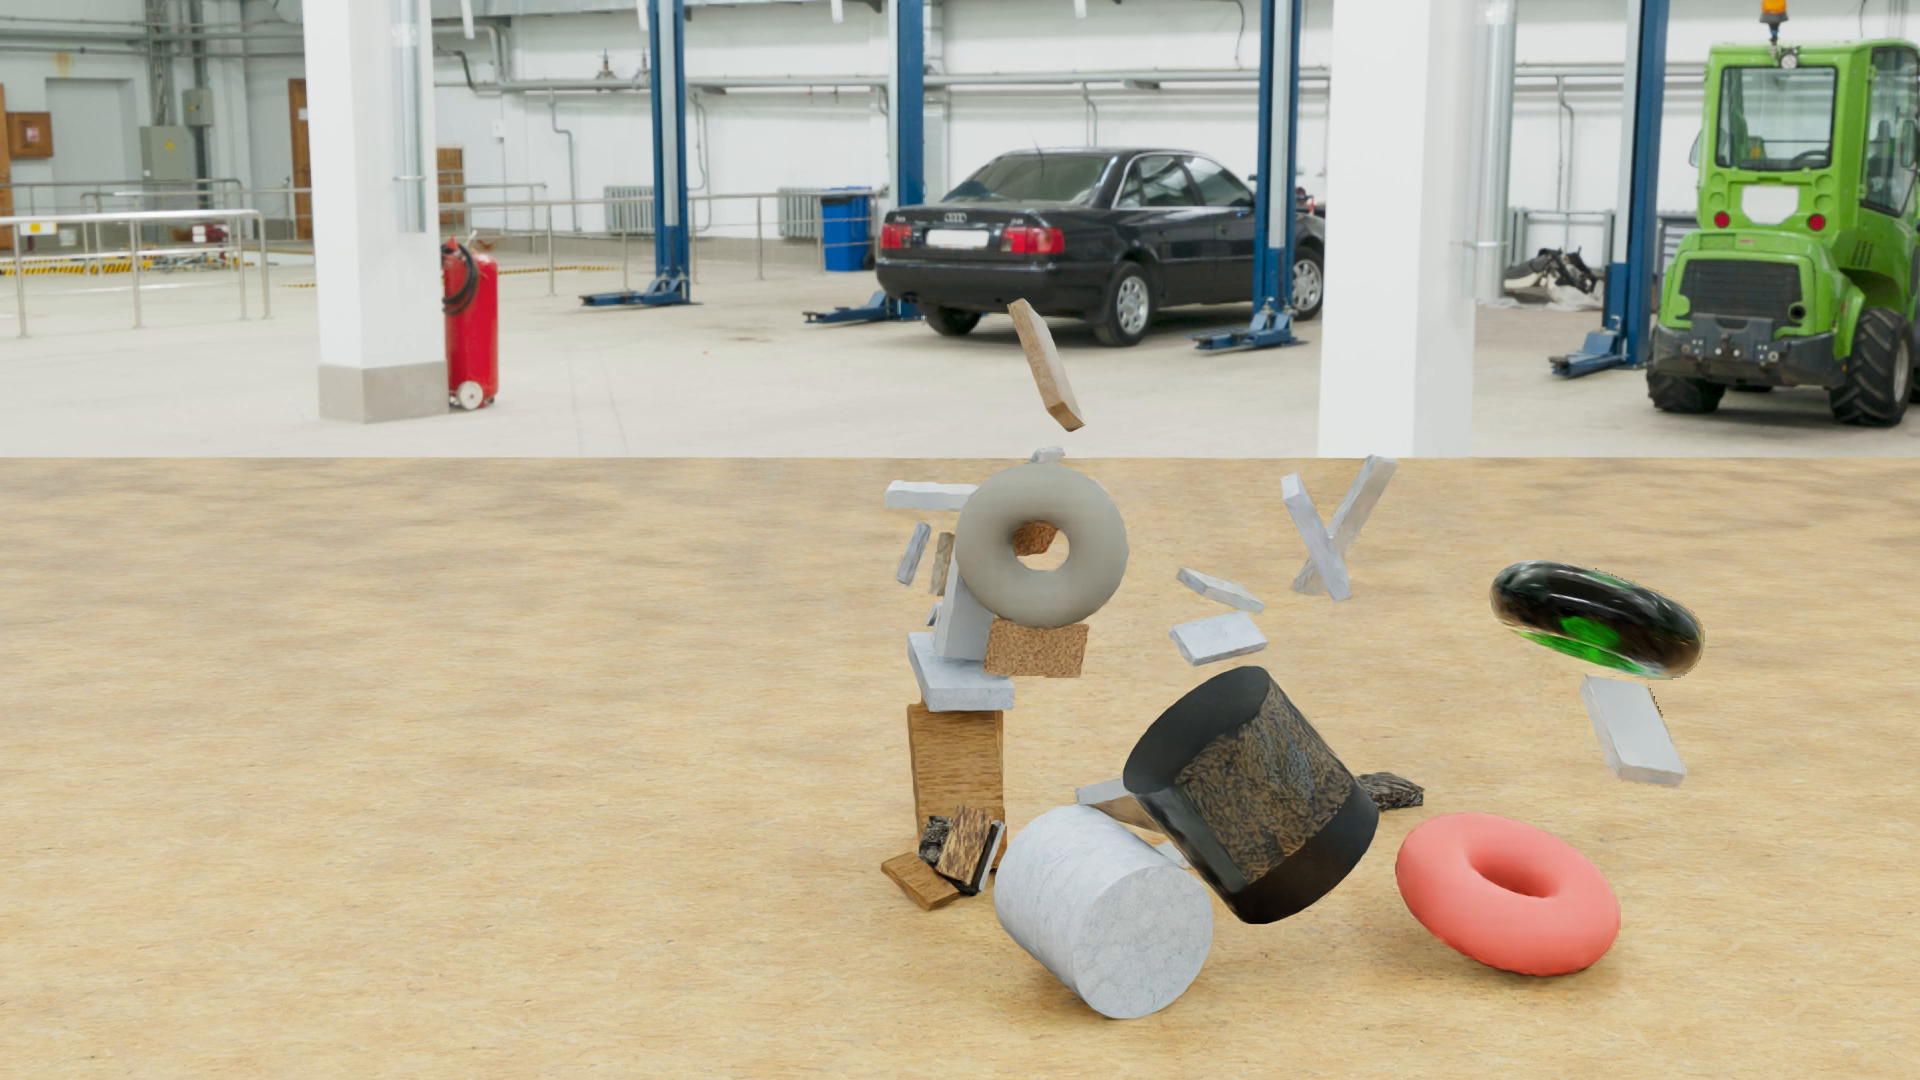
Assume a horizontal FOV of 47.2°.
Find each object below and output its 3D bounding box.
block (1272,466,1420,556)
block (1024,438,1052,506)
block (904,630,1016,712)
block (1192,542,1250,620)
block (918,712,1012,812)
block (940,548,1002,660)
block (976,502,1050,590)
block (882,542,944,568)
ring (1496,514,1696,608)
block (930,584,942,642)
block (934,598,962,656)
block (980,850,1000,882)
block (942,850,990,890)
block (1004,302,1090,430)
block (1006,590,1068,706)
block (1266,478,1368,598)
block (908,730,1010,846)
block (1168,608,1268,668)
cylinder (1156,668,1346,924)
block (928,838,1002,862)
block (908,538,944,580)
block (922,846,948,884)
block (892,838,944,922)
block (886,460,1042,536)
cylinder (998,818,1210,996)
[{"bbox_3d":[0.725,-0.025,4.146,0.296,0.079,0.022,-38,-6,31],"label":"block"},{"bbox_3d":[0.139,-0.120,3.922,0.016,0.114,0.057,-20,43,-3],"label":"block"},{"bbox_3d":[-0.002,0.230,3.904,0.147,0.042,0.293,4,15,-11],"label":"block"},{"bbox_3d":[0.463,0.090,3.903,0.079,0.158,0.022,28,-31,-19],"label":"block"},{"bbox_3d":[0.005,0.398,3.929,0.147,0.042,0.293,-1,24,-4],"label":"block"},{"bbox_3d":[0.018,0.111,3.859,0.098,0.195,0.028,10,-34,-19],"label":"block"},{"bbox_3d":[0.088,-0.013,3.910,0.028,0.195,0.098,-25,-6,36],"label":"block"},{"bbox_3d":[-0.084,0.025,4.021,0.057,0.016,0.114,5,17,36],"label":"block"},{"bbox_3d":[1.130,0.141,3.915,0.377,0.377,0.126,5,3,26],"label":"ring"},{"bbox_3d":[-0.027,0.131,3.945,0.052,0.103,0.015,4,-7,-20],"label":"block"},{"bbox_3d":[-0.018,0.154,3.916,0.052,0.104,0.015,10,-32,-12],"label":"block"},{"bbox_3d":[0.028,0.529,3.708,0.061,0.017,0.122,1,35,-10],"label":"block"},{"bbox_3d":[0.015,0.533,3.689,0.061,0.017,0.122,12,35,7],"label":"block"},{"bbox_3d":[0.147,-0.299,3.759,0.109,0.218,0.031,-9,33,-41],"label":"block"},{"bbox_3d":[0.135,0.189,3.848,0.098,0.195,0.028,16,-36,-17],"label":"block"},{"bbox_3d":[0.637,-0.005,3.935,0.031,0.109,0.218,-3,35,-30],"label":"block"},{"bbox_3d":[-0.004,0.426,3.790,0.147,0.042,0.293,-1,28,-6],"label":"block"},{"bbox_3d":[0.453,0.172,3.858,0.157,0.079,0.022,11,36,-11],"label":"block"},{"bbox_3d":[0.438,0.384,3.321,0.275,0.275,0.275,1,30,7],"label":"cylinder"},{"bbox_3d":[0.007,0.508,3.664,0.122,0.017,0.061,-9,14,-40],"label":"block"},{"bbox_3d":[-0.028,0.044,3.949,0.114,0.057,0.016,20,10,-4],"label":"block"},{"bbox_3d":[-0.039,0.528,3.695,0.018,0.063,0.126,6,12,13],"label":"block"},{"bbox_3d":[-0.067,0.564,3.640,0.063,0.126,0.018,25,-17,-35],"label":"block"},{"bbox_3d":[0.009,-0.074,3.864,0.267,0.031,0.109,-16,-19,1],"label":"block"},{"bbox_3d":[0.208,0.541,3.223,0.236,0.236,0.236,-4,-13,-23],"label":"cylinder"}]
